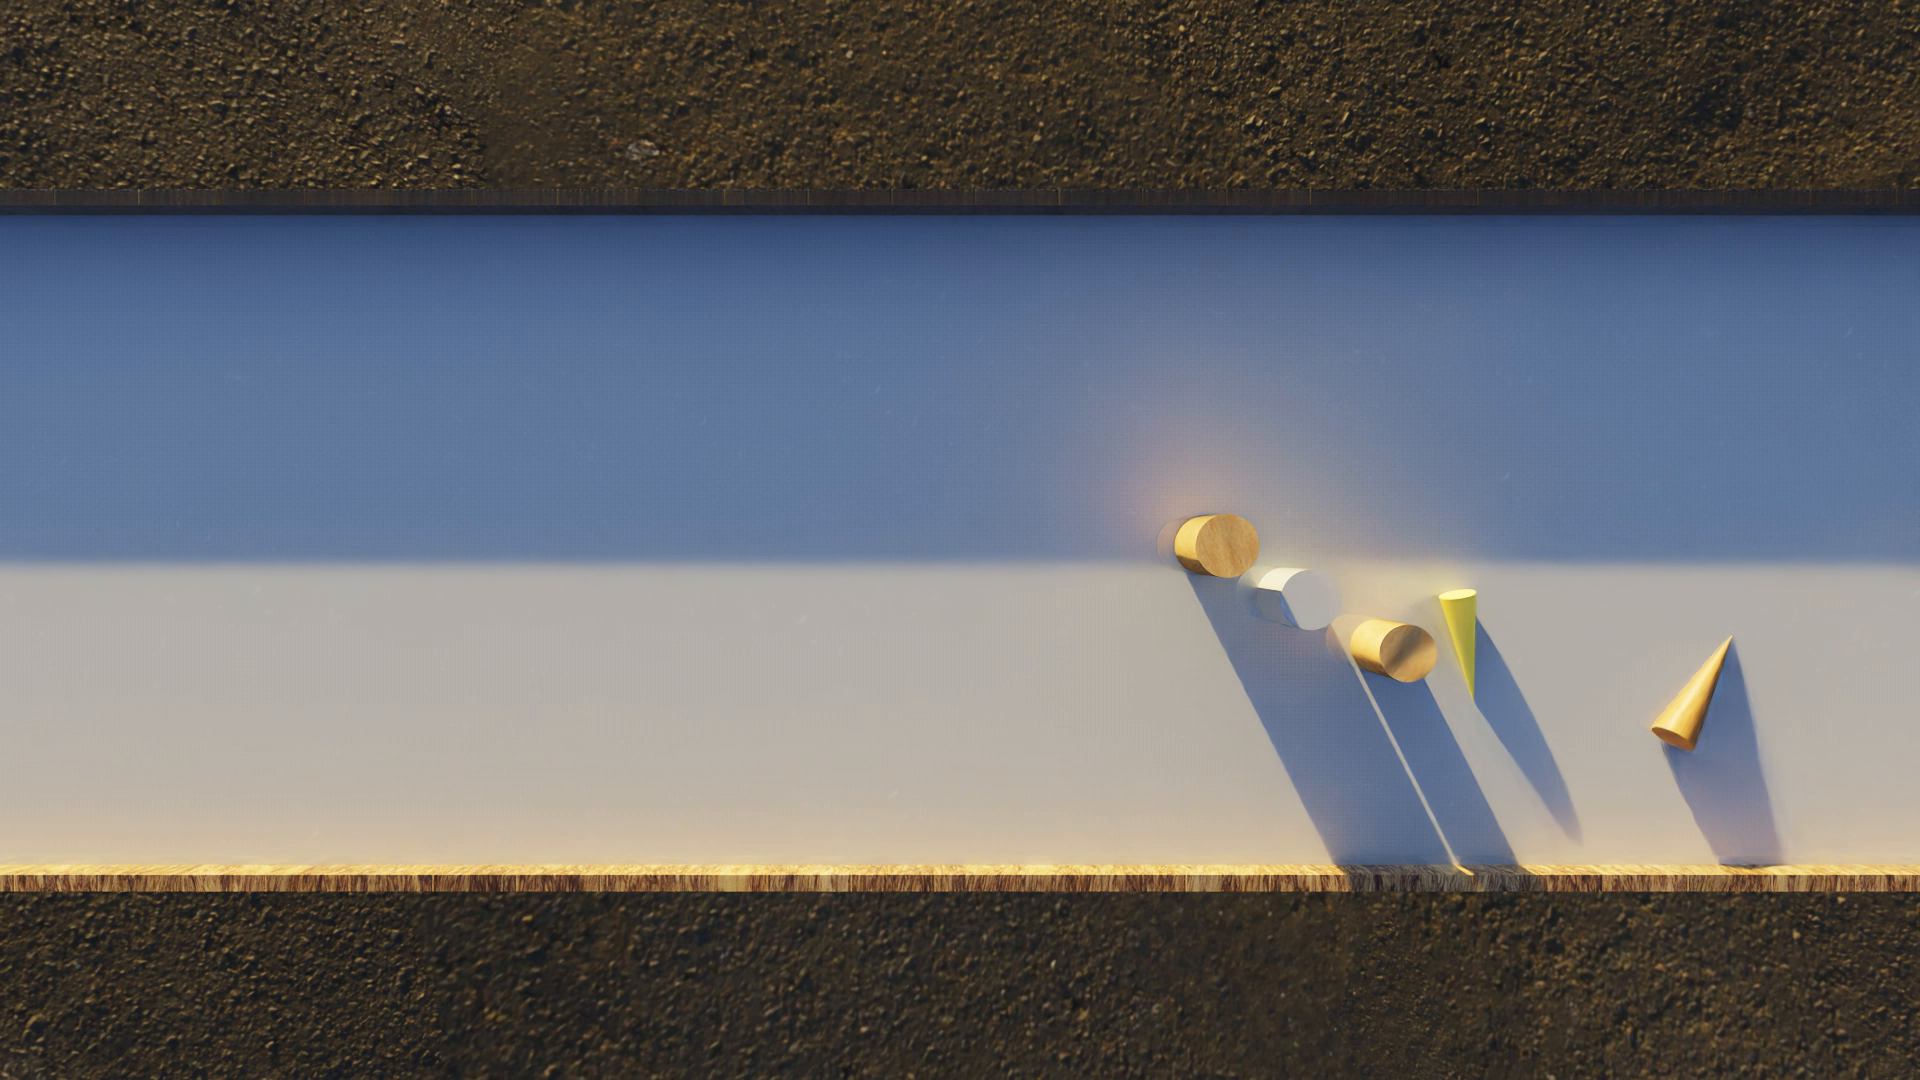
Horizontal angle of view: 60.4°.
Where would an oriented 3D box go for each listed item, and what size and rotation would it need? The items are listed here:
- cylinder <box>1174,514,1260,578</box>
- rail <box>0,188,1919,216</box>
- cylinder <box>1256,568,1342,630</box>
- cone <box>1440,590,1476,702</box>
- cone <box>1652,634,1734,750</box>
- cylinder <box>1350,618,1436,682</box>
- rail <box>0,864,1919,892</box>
[{"bbox_3d":[0.749,0.017,4.848,0.179,0.458,0.179,0,90,0],"label":"cylinder"},{"bbox_3d":[-2.247,-1.025,5.002,12.000,0.150,0.050,0,90,0],"label":"rail"},{"bbox_3d":[1.000,0.170,4.889,0.174,0.376,0.174,0,90,0],"label":"cylinder"},{"bbox_3d":[1.548,0.334,5.050,0.108,0.108,0.347,-11,99,0],"label":"cone"},{"bbox_3d":[2.275,0.447,5.044,0.132,0.132,0.384,34,80,0],"label":"cone"},{"bbox_3d":[1.285,0.325,4.903,0.166,0.347,0.166,0,90,0],"label":"cylinder"},{"bbox_3d":[-2.247,1.025,5.001,12.000,0.150,0.050,0,90,0],"label":"rail"}]
